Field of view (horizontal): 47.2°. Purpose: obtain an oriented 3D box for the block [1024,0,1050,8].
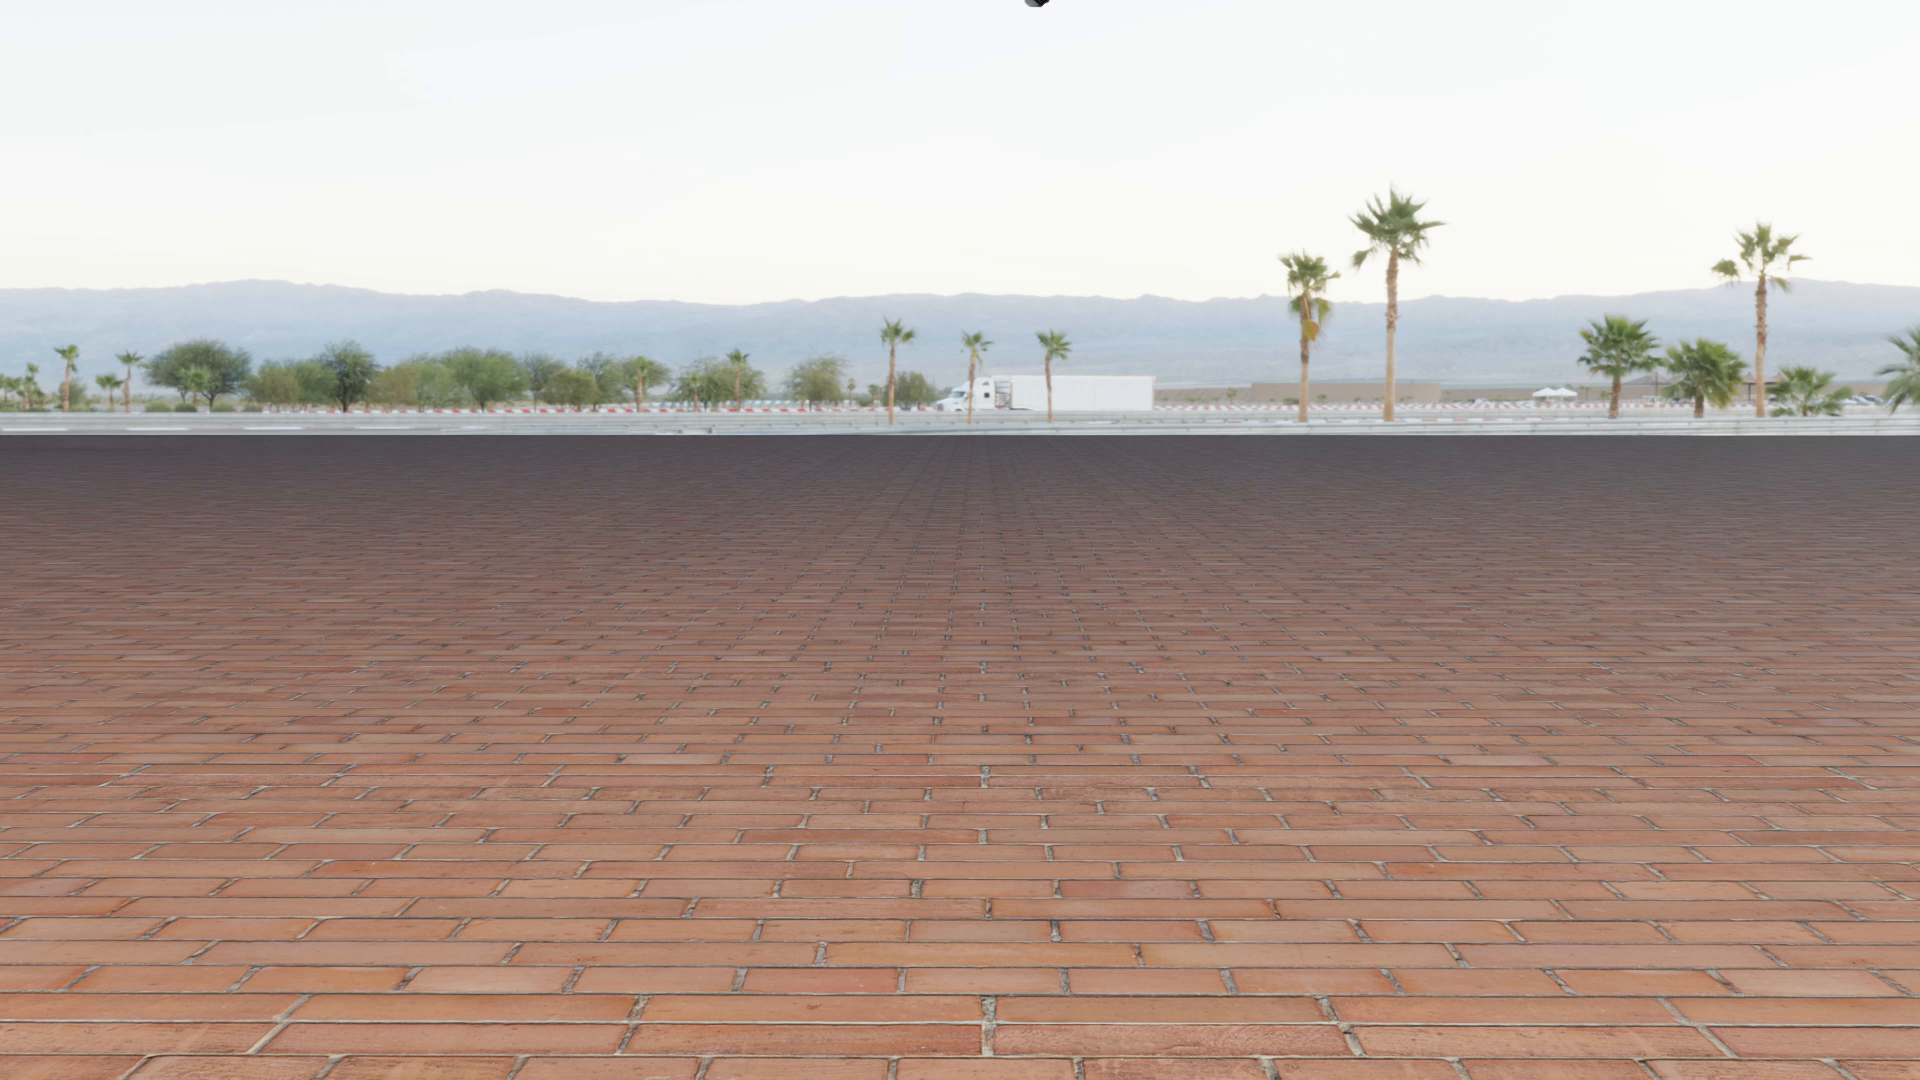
[{"bbox_3d":[0.307,-2.065,8.150,0.153,0.111,0.209,-35,18,0],"label":"block"}]
